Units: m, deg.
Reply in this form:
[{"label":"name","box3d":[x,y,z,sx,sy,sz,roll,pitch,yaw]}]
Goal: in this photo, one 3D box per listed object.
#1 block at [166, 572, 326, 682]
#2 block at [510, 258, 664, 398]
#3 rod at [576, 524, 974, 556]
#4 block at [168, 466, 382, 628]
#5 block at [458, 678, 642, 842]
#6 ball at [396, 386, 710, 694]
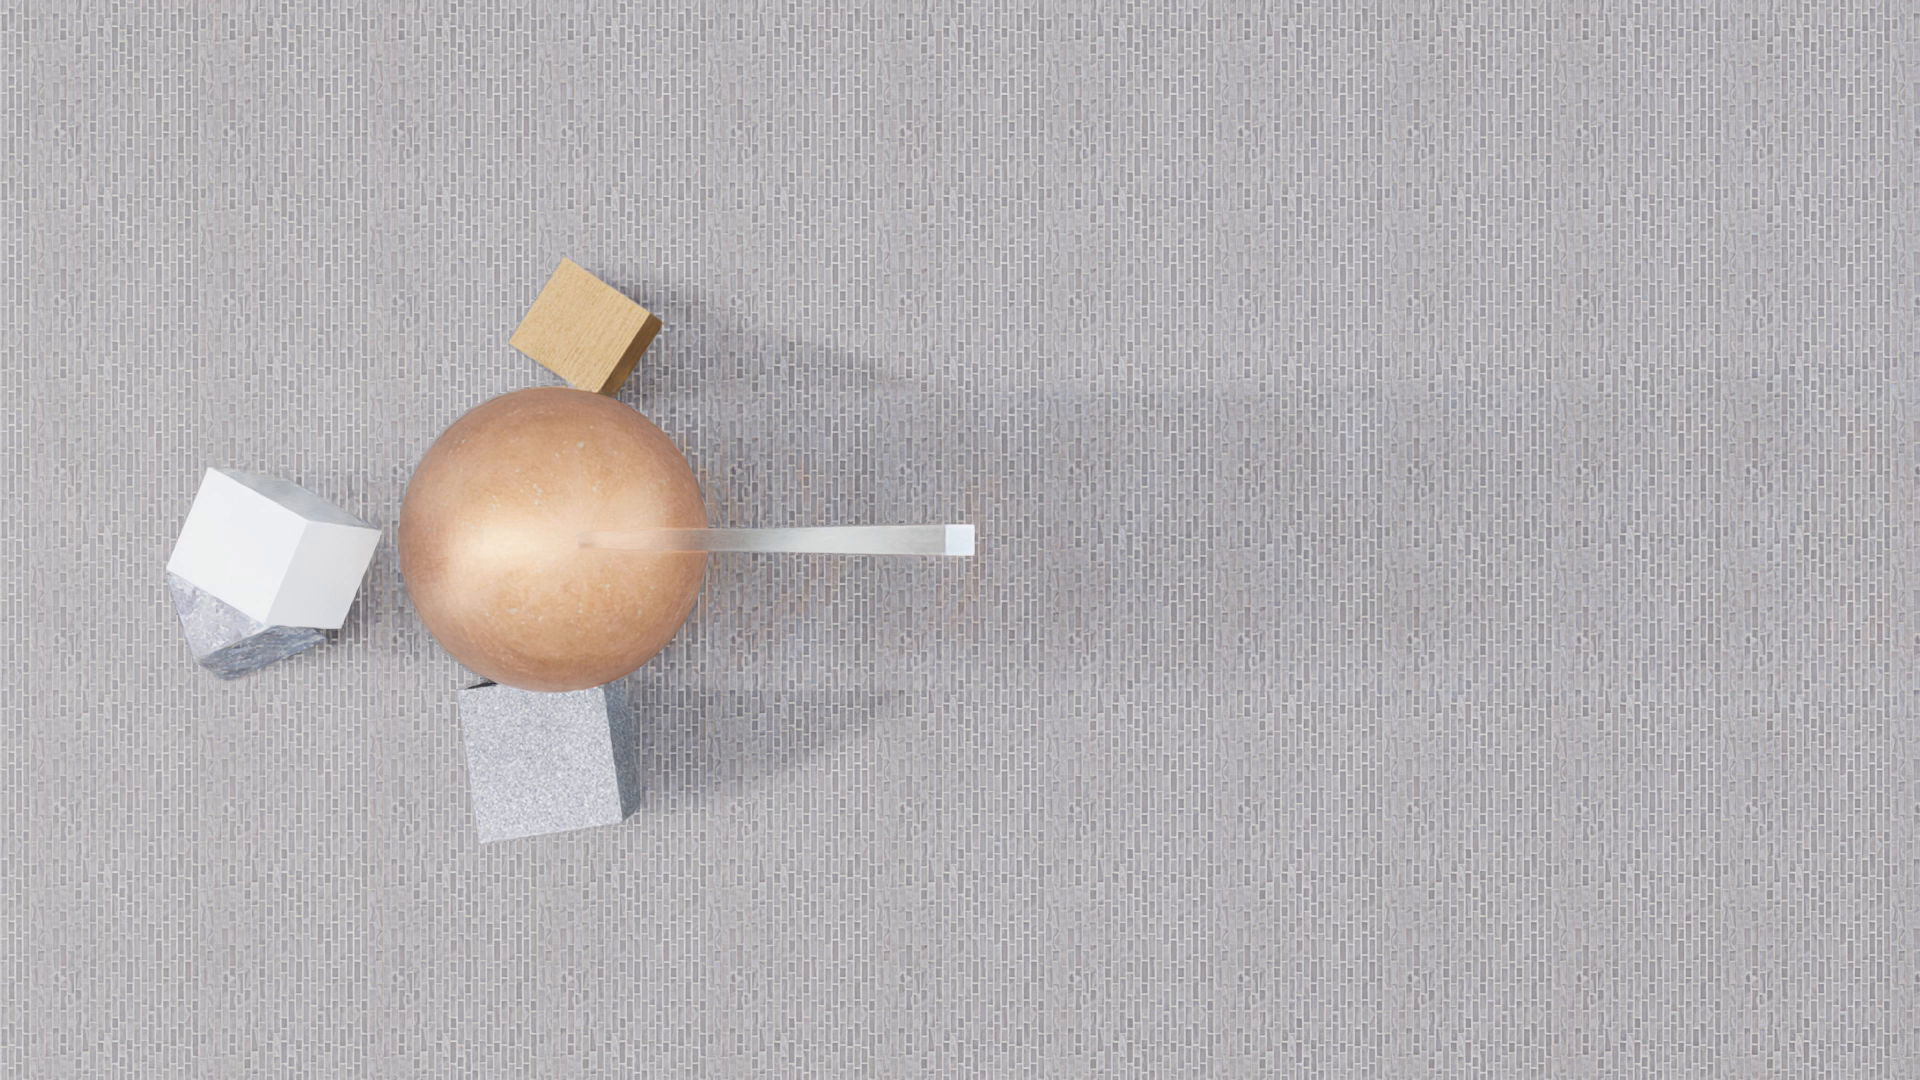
[{"label":"block","box3d":[-4.088,0.391,12.626,0.607,0.526,0.537,-23,73,-4]},{"label":"block","box3d":[-2.153,-1.201,12.719,0.579,0.562,0.580,33,90,0]},{"label":"rod","box3d":[-0.915,0.000,8.285,0.080,5.200,0.080,0,90,-21]},{"label":"block","box3d":[-3.411,0.046,10.968,0.649,0.611,0.549,26,95,20]},{"label":"block","box3d":[-2.341,1.208,12.630,0.808,0.740,0.858,-8,90,0]},{"label":"ball","box3d":[-2.111,0.000,11.468,1.600,1.600,1.600,0,90,0]}]
